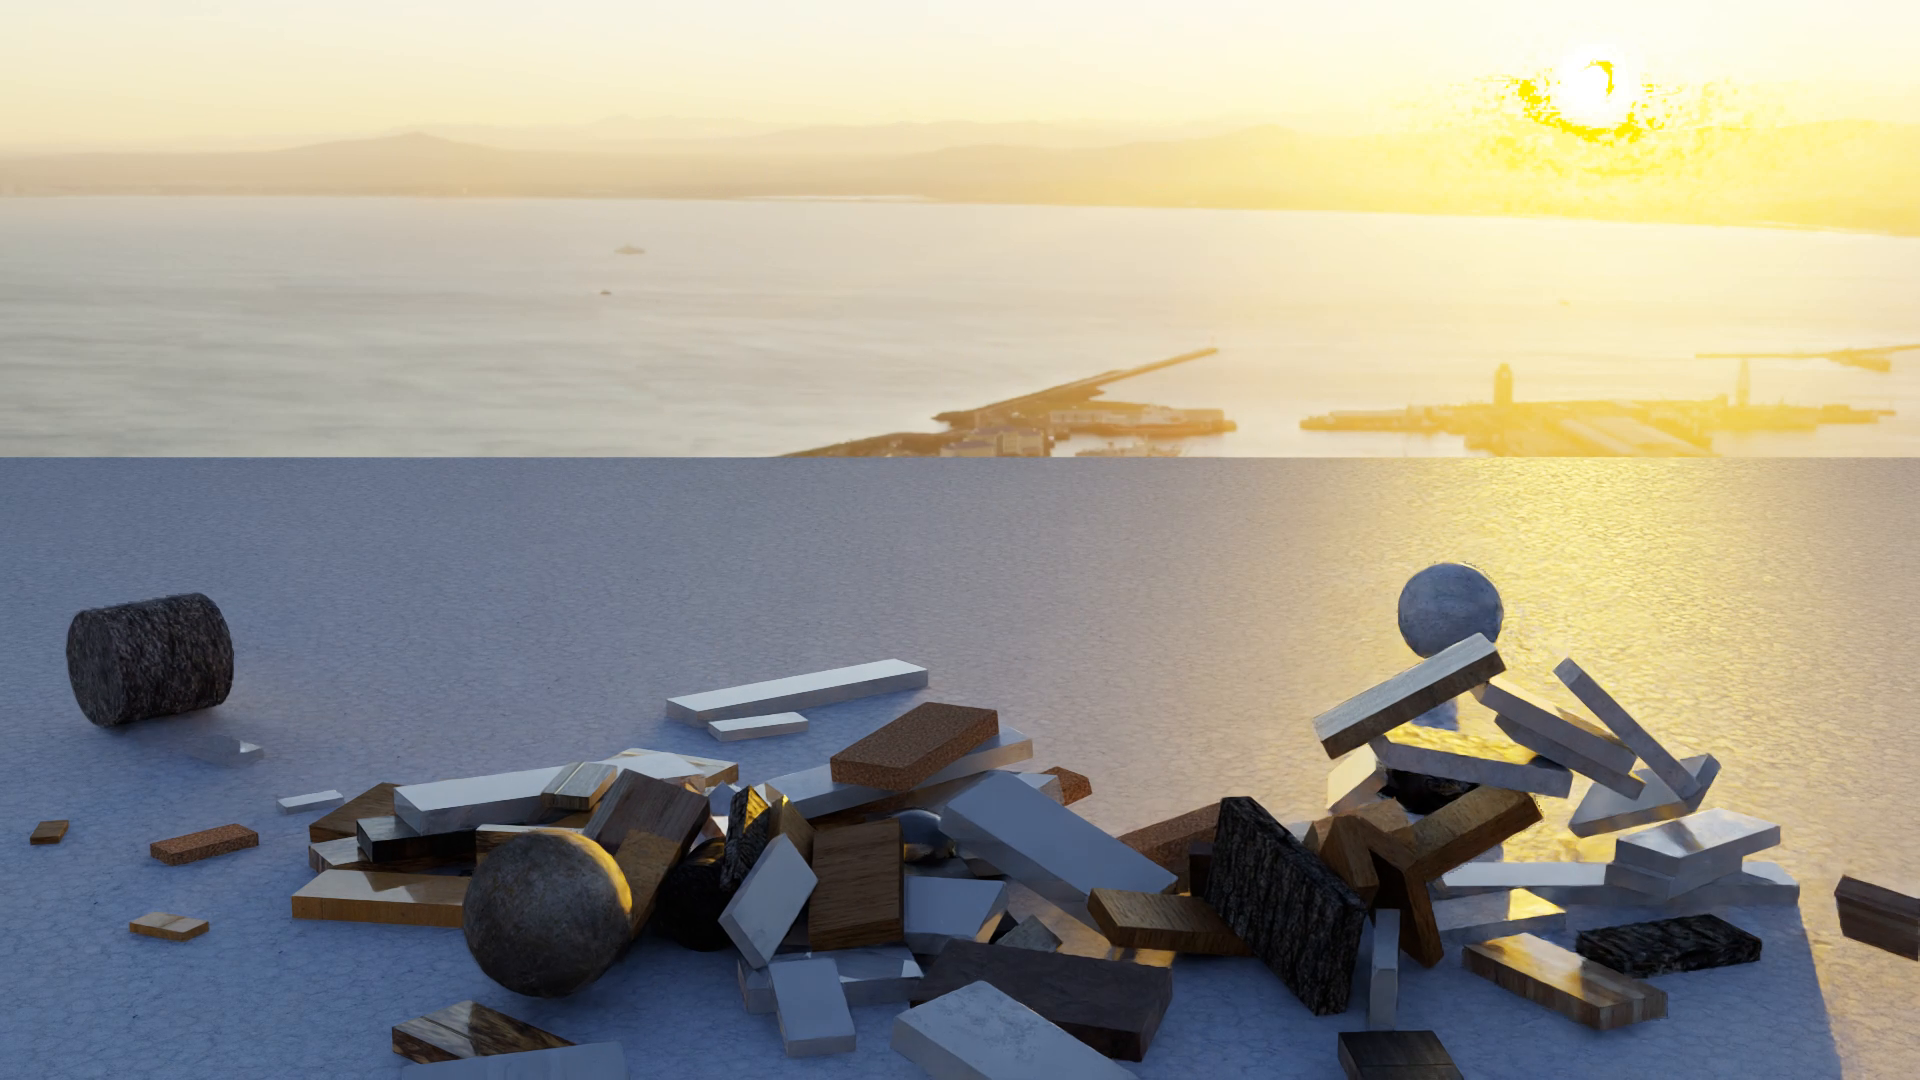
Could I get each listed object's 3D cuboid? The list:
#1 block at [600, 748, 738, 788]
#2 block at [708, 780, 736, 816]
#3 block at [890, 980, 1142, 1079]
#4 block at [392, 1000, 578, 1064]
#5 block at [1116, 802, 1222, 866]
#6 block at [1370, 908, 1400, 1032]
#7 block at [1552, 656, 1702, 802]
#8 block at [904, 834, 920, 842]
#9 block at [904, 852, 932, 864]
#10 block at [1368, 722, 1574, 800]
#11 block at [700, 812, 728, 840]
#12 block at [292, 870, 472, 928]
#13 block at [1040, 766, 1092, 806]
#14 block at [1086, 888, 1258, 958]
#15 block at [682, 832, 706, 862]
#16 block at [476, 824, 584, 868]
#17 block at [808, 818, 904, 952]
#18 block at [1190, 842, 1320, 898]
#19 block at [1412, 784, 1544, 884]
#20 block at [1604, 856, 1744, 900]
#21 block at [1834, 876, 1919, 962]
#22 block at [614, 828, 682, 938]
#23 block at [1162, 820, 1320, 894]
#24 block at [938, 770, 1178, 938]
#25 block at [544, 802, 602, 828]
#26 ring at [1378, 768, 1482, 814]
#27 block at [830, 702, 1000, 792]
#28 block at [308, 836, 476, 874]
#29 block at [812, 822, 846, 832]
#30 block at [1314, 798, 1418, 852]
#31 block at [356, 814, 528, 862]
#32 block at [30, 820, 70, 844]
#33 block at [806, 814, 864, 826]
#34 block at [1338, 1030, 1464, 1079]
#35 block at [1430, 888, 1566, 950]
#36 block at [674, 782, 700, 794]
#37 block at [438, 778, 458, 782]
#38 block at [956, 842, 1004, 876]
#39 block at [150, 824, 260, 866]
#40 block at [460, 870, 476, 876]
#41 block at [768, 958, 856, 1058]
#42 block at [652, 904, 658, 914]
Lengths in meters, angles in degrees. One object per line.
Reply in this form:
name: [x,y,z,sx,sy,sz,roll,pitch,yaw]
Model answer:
block: [-0.573,0.454,4.306,0.249,0.035,0.125,5,12,26]
block: [-0.372,0.489,3.745,0.022,0.155,0.077,-44,4,41]
block: [0.090,0.686,2.829,0.338,0.048,0.169,25,24,38]
block: [-0.644,0.696,3.001,0.257,0.036,0.129,9,14,40]
block: [0.342,0.514,3.723,0.260,0.037,0.130,-18,7,-5]
block: [0.608,0.626,3.143,0.034,0.121,0.242,2,11,12]
block: [1.089,0.307,3.599,0.267,0.038,0.134,44,9,-2]
block: [-0.037,0.486,3.975,0.229,0.032,0.114,-18,14,-11]
block: [-0.107,0.557,3.792,0.140,0.020,0.070,2,11,11]
block: [0.835,0.358,3.615,0.304,0.043,0.152,10,10,-3]
block: [-0.300,0.520,3.676,0.248,0.035,0.124,19,7,-26]
block: [-0.810,0.588,3.576,0.524,0.037,0.132,2,11,9]
block: [0.113,0.477,3.980,0.229,0.032,0.114,-22,15,-24]
block: [0.332,0.591,3.396,0.247,0.035,0.123,8,16,-19]
block: [-0.397,0.526,3.624,0.248,0.035,0.124,20,7,-17]
block: [-0.687,0.536,3.649,0.227,0.113,0.032,2,11,8]
block: [-0.160,0.537,3.436,0.140,0.040,0.280,-10,25,3]
block: [0.497,0.555,3.488,0.260,0.130,0.037,3,25,16]
block: [0.805,0.495,3.646,0.304,0.043,0.152,-31,9,6]
block: [1.189,0.542,3.658,0.233,0.033,0.117,-9,14,-41]
block: [1.443,0.588,3.291,0.246,0.123,0.035,17,59,39]
block: [-0.506,0.529,3.402,0.086,0.024,0.172,15,47,12]
block: [0.455,0.530,3.652,0.260,0.037,0.130,-14,10,23]
block: [0.158,0.509,3.573,0.354,0.050,0.177,30,29,24]
block: [-0.637,0.494,3.740,0.248,0.035,0.124,-24,13,0]
ring: [0.921,0.451,4.163,0.283,0.094,0.283,-1,10,0]
block: [-0.077,0.363,3.887,0.153,0.043,0.307,4,17,32]
block: [-0.980,0.542,3.825,0.265,0.037,0.132,-7,13,-33]
block: [-0.264,0.530,3.804,0.140,0.070,0.020,-2,-24,-13]
block: [0.603,0.518,3.693,0.304,0.043,0.152,-17,10,4]
block: [-0.896,0.506,3.804,0.265,0.037,0.132,-3,11,-26]
block: [-1.643,0.527,3.969,0.048,0.014,0.096,-2,11,-11]
block: [-0.237,0.519,3.861,0.139,0.070,0.020,2,10,8]
block: [0.590,0.716,2.891,0.131,0.037,0.262,-1,11,-3]
block: [0.832,0.604,3.505,0.233,0.033,0.117,-4,11,-21]
block: [-0.539,0.470,3.883,0.155,0.022,0.077,-17,-29,11]
block: [-0.897,0.486,4.146,0.218,0.031,0.109,2,11,13]
block: [0.079,0.541,3.787,0.229,0.032,0.114,0,9,-30]
block: [-1.334,0.538,3.886,0.081,0.023,0.162,10,15,43]
block: [-0.787,0.573,3.725,0.121,0.014,0.048,0,11,-1]
block: [-0.211,0.659,3.109,0.095,0.027,0.190,-3,23,-13]
block: [-0.557,0.549,3.562,0.227,0.032,0.113,18,12,-18]
